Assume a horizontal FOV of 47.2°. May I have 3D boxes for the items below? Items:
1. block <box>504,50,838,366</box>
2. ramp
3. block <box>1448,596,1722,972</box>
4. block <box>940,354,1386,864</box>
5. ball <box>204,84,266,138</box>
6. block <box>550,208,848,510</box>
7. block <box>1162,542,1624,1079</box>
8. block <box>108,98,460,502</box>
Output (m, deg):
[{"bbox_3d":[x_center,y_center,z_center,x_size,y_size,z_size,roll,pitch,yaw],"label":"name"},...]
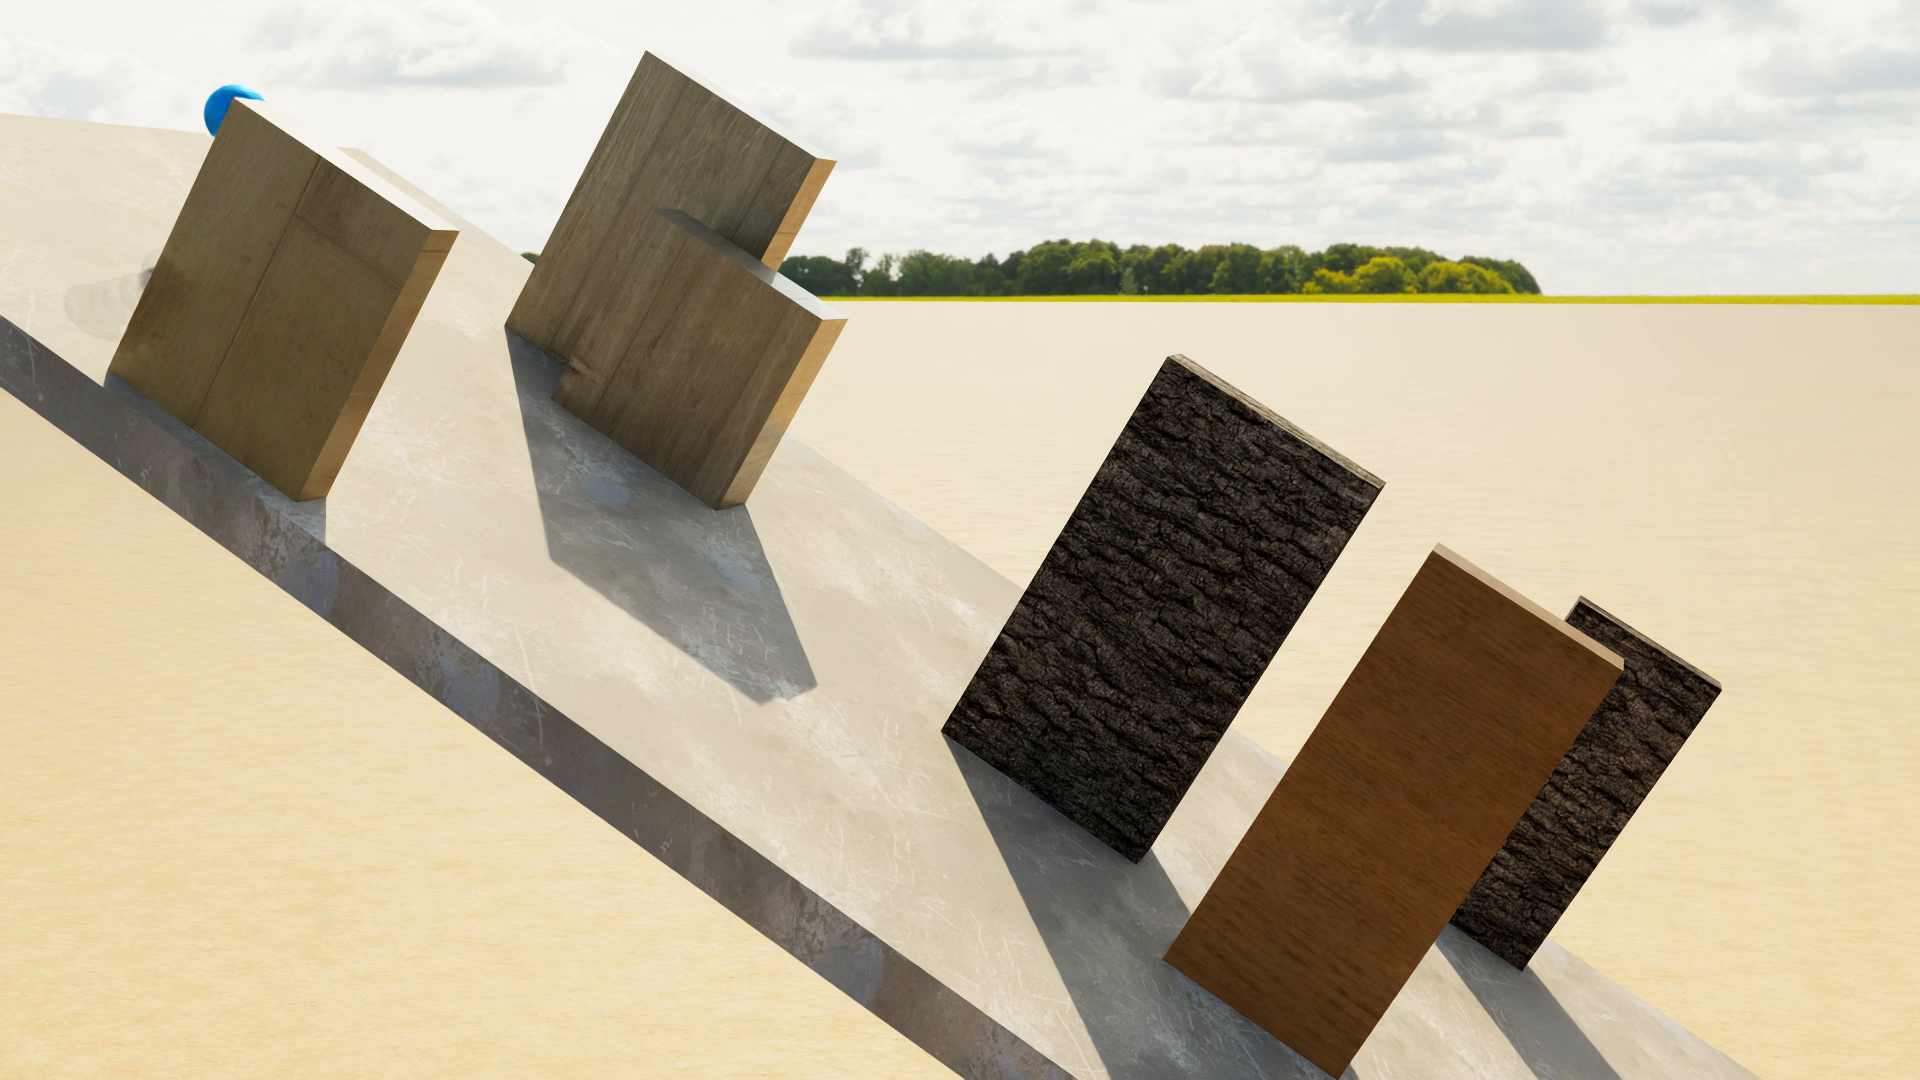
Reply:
[{"bbox_3d":[-0.621,-0.629,4.677,0.441,0.670,0.123,34,15,11],"label":"block"},{"bbox_3d":[-0.166,0.273,4.118,4.000,0.100,2.000,34,15,11],"label":"ramp"},{"bbox_3d":[1.200,0.495,4.462,0.320,0.703,0.085,34,15,11],"label":"block"},{"bbox_3d":[0.350,0.122,3.865,0.422,0.788,0.123,34,15,11],"label":"block"},{"bbox_3d":[-1.376,-0.806,4.185,0.120,0.120,0.120,0,7,0],"label":"ball"},{"bbox_3d":[-0.527,-0.366,4.439,0.422,0.445,0.149,34,15,11],"label":"block"},{"bbox_3d":[0.675,0.430,3.469,0.332,0.795,0.108,34,15,11],"label":"block"},{"bbox_3d":[-1.040,-0.366,3.369,0.385,0.480,0.082,34,15,11],"label":"block"}]
